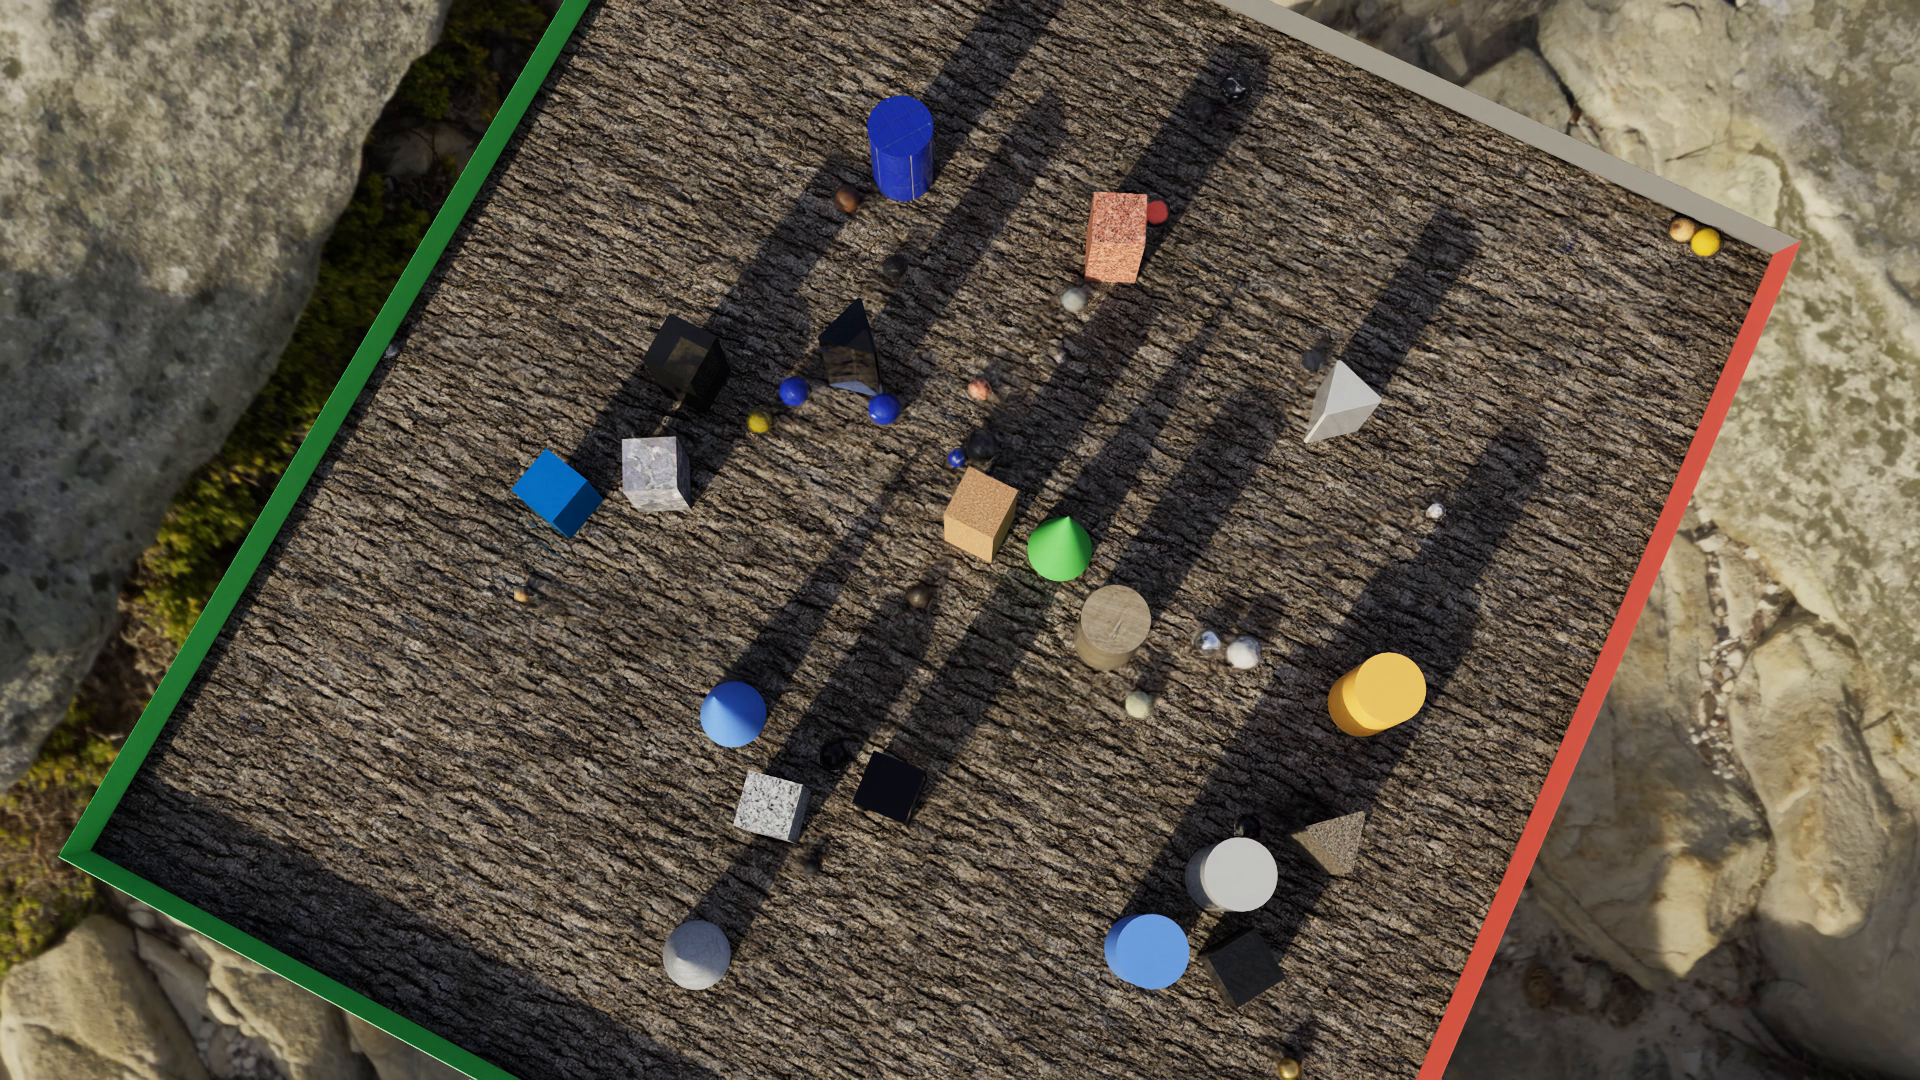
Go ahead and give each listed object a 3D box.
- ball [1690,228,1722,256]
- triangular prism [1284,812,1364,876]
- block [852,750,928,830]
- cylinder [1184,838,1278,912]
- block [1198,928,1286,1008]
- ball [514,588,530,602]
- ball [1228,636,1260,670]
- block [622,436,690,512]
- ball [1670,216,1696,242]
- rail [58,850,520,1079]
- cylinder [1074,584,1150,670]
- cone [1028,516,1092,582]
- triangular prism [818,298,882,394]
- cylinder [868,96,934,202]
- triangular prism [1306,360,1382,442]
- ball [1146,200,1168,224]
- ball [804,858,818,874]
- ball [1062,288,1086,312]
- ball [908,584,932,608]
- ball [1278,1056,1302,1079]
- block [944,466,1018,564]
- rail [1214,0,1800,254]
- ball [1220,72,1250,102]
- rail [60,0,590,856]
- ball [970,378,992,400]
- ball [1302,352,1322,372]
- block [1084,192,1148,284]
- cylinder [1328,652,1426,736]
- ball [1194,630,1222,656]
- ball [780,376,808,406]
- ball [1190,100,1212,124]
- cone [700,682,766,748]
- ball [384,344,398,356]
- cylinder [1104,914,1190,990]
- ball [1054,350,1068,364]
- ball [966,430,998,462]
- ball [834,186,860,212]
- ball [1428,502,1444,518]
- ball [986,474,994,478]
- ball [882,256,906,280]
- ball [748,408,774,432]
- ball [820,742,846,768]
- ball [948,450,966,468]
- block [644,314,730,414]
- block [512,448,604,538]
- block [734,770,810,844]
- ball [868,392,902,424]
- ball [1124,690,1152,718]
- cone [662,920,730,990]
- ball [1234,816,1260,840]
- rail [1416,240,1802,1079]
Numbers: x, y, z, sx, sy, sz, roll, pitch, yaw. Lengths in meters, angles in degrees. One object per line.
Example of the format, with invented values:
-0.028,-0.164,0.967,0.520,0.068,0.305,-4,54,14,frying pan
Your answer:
2.347,-0.937,5.765,0.089,0.089,0.089,0,78,0,ball
1.073,0.843,5.262,0.149,0.353,0.172,-44,82,-8,triangular prism
-0.200,0.726,5.311,0.159,0.304,0.159,22,79,4,block
0.763,0.952,5.193,0.199,0.444,0.199,0,78,0,cylinder
0.801,1.219,5.239,0.159,0.245,0.159,-30,80,-6,block
-1.329,0.166,5.561,0.043,0.043,0.043,0,78,0,ball
0.851,0.338,5.496,0.099,0.099,0.099,0,78,0,ball
-0.912,-0.196,5.517,0.159,0.275,0.159,-3,78,-1,block
2.278,-0.980,5.780,0.077,0.077,0.077,0,78,0,ball
-0.887,1.744,5.189,3.822,0.129,0.045,26,80,5,rail
0.443,0.261,5.379,0.199,0.360,0.199,0,78,0,cylinder
0.306,-0.019,5.381,0.199,0.469,0.199,0,78,0,cone
-0.308,-0.584,5.506,0.172,0.453,0.149,14,79,3,triangular prism
-0.180,-1.211,5.690,0.199,0.348,0.199,0,78,0,cylinder
1.134,-0.426,5.539,0.172,0.324,0.149,-14,79,-3,triangular prism
0.622,-1.035,5.793,0.074,0.074,0.074,0,78,0,ball
-0.440,0.960,5.396,0.044,0.044,0.044,0,78,0,ball
0.357,-0.752,5.734,0.076,0.076,0.076,0,78,0,ball
-0.122,0.171,5.544,0.072,0.072,0.072,0,78,0,ball
0.946,1.519,5.267,0.068,0.068,0.068,0,78,0,ball
0.060,-0.071,5.443,0.159,0.370,0.159,26,80,5,block
0.887,-1.731,5.908,3.822,0.129,0.045,26,80,5,rail
0.878,-1.449,5.868,0.096,0.096,0.096,0,78,0,ball
-1.688,-0.820,5.719,0.045,0.129,4.015,26,80,5,rail
0.063,-0.467,5.679,0.067,0.067,0.067,0,78,0,ball
1.096,-0.555,5.700,0.061,0.061,0.061,0,78,0,ball
0.476,-0.926,5.635,0.159,0.340,0.159,3,78,1,block
1.206,0.454,5.323,0.199,0.391,0.199,0,78,0,cylinder
0.745,0.309,5.511,0.081,0.081,0.081,0,78,0,ball
-0.513,-0.458,5.665,0.091,0.091,0.091,0,78,0,ball
0.772,-1.371,5.863,0.073,0.073,0.073,0,78,0,ball
-0.681,0.478,5.291,0.199,0.444,0.199,0,78,0,cone
-1.777,-0.593,5.718,0.042,0.042,0.042,0,78,0,ball
0.522,1.156,5.164,0.199,0.417,0.199,0,78,0,cylinder
0.315,-0.572,5.712,0.045,0.045,0.045,0,78,0,ball
0.069,-0.287,5.626,0.098,0.098,0.098,0,78,0,ball
-0.357,-1.077,5.799,0.080,0.080,0.080,0,78,0,ball
1.458,-0.091,5.612,0.046,0.046,0.046,0,78,0,ball
0.086,-0.177,5.630,0.046,0.046,0.046,0,78,0,ball
-0.206,-0.856,5.755,0.075,0.075,0.075,0,78,0,ball
-0.615,-0.368,5.654,0.076,0.076,0.076,0,78,0,ball
-0.375,0.638,5.445,0.078,0.078,0.078,0,78,0,ball
-0.009,-0.249,5.640,0.055,0.055,0.055,0,78,0,ball
-0.823,-0.530,5.551,0.159,0.344,0.159,27,80,5,block
-1.208,-0.136,5.514,0.159,0.255,0.159,37,81,7,block
-0.541,0.776,5.306,0.159,0.294,0.159,14,79,3,block
-0.232,-0.405,5.650,0.099,0.099,0.099,0,78,0,ball
0.533,0.490,5.473,0.082,0.082,0.082,0,78,0,ball
-0.771,1.178,5.186,0.199,0.367,0.199,0,78,0,cone
0.848,0.850,5.402,0.076,0.076,0.076,0,78,0,ball
1.688,0.833,5.377,0.045,0.129,4.015,26,80,5,rail
